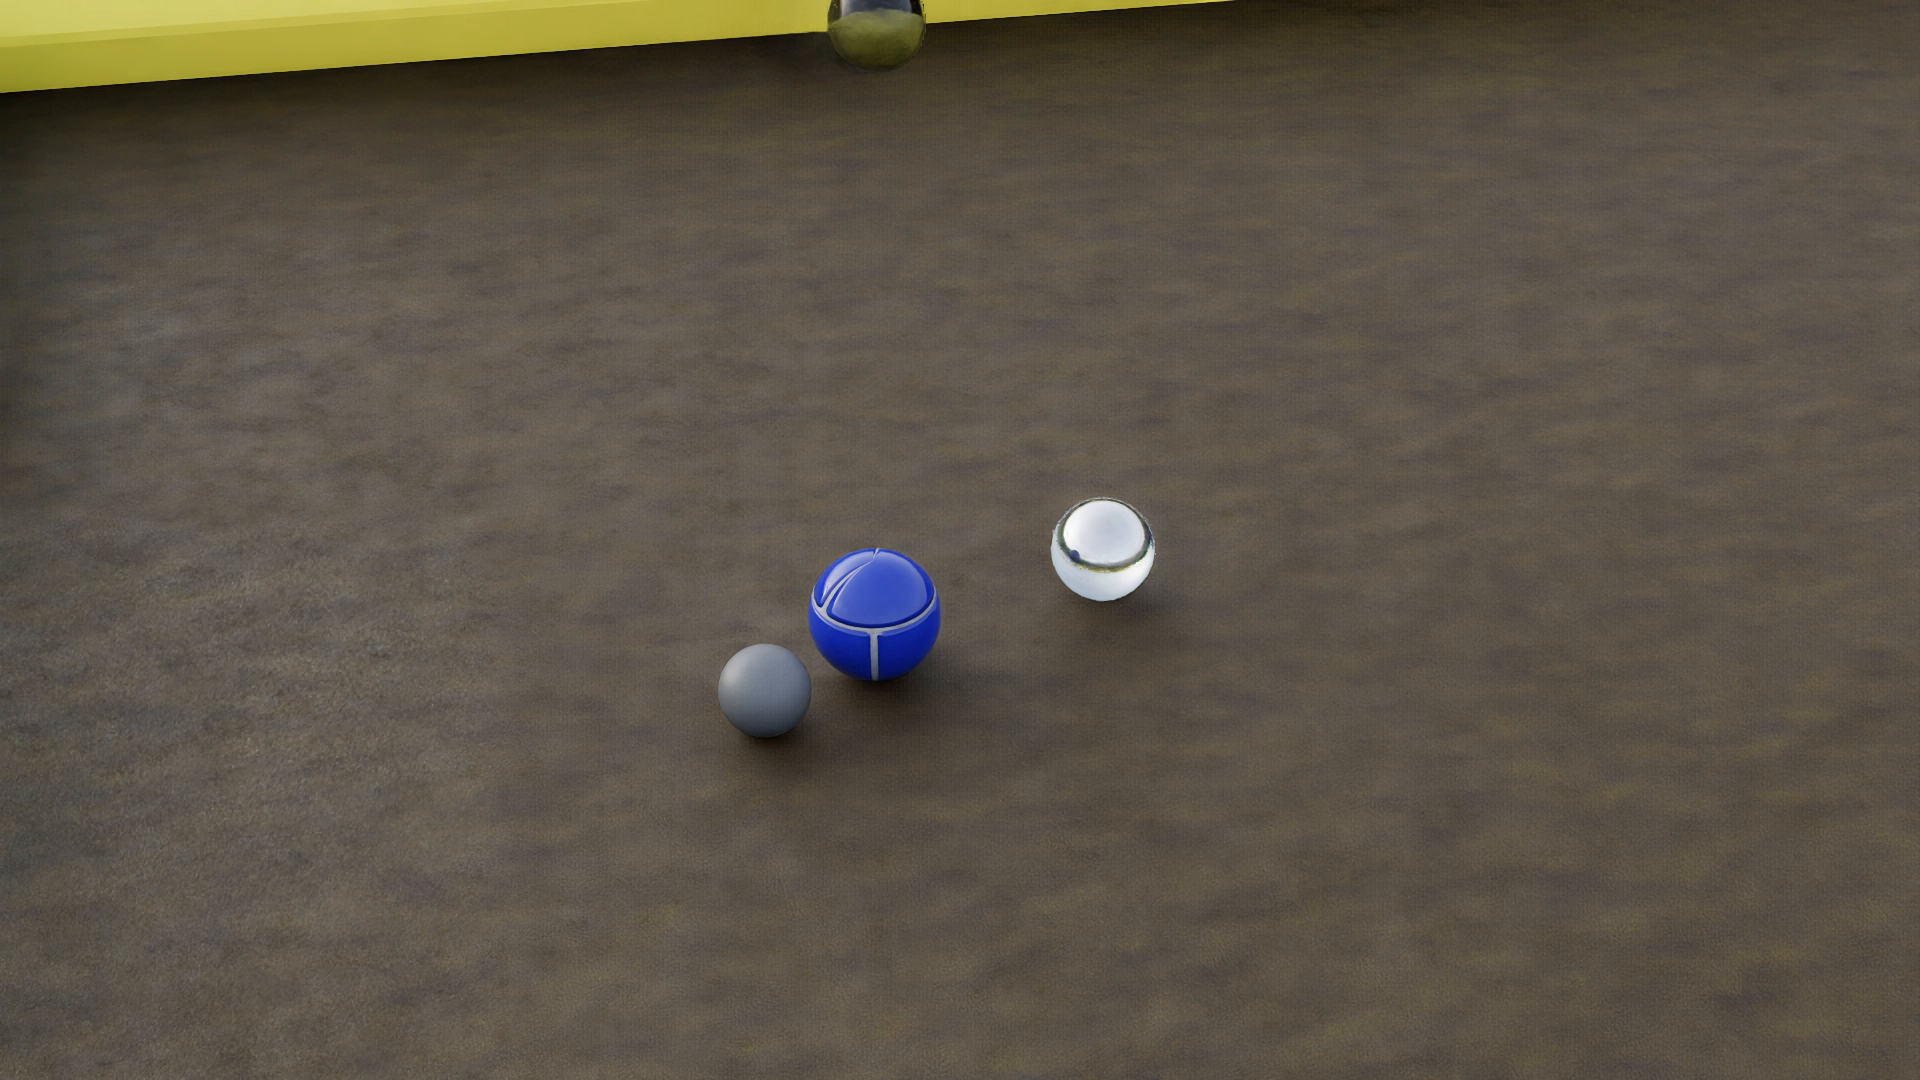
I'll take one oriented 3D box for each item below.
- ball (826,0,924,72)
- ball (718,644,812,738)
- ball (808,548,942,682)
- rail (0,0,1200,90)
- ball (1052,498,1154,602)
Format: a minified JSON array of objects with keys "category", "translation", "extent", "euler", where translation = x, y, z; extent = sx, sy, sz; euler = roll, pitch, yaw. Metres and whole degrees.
[{"category":"ball","translation":[-0.074,-0.450,2.230],"extent":[0.084,0.084,0.084],"euler":[0,36,0]},{"category":"ball","translation":[-0.115,0.089,1.509],"extent":[0.055,0.055,0.055],"euler":[0,36,0]},{"category":"ball","translation":[-0.052,0.045,1.548],"extent":[0.081,0.081,0.081],"euler":[0,36,0]},{"category":"rail","translation":[0.580,-0.573,2.360],"extent":[2.943,0.128,0.045],"euler":[-6,36,-8]},{"category":"ball","translation":[0.090,0.006,1.615],"extent":[0.065,0.065,0.065],"euler":[0,36,0]}]
